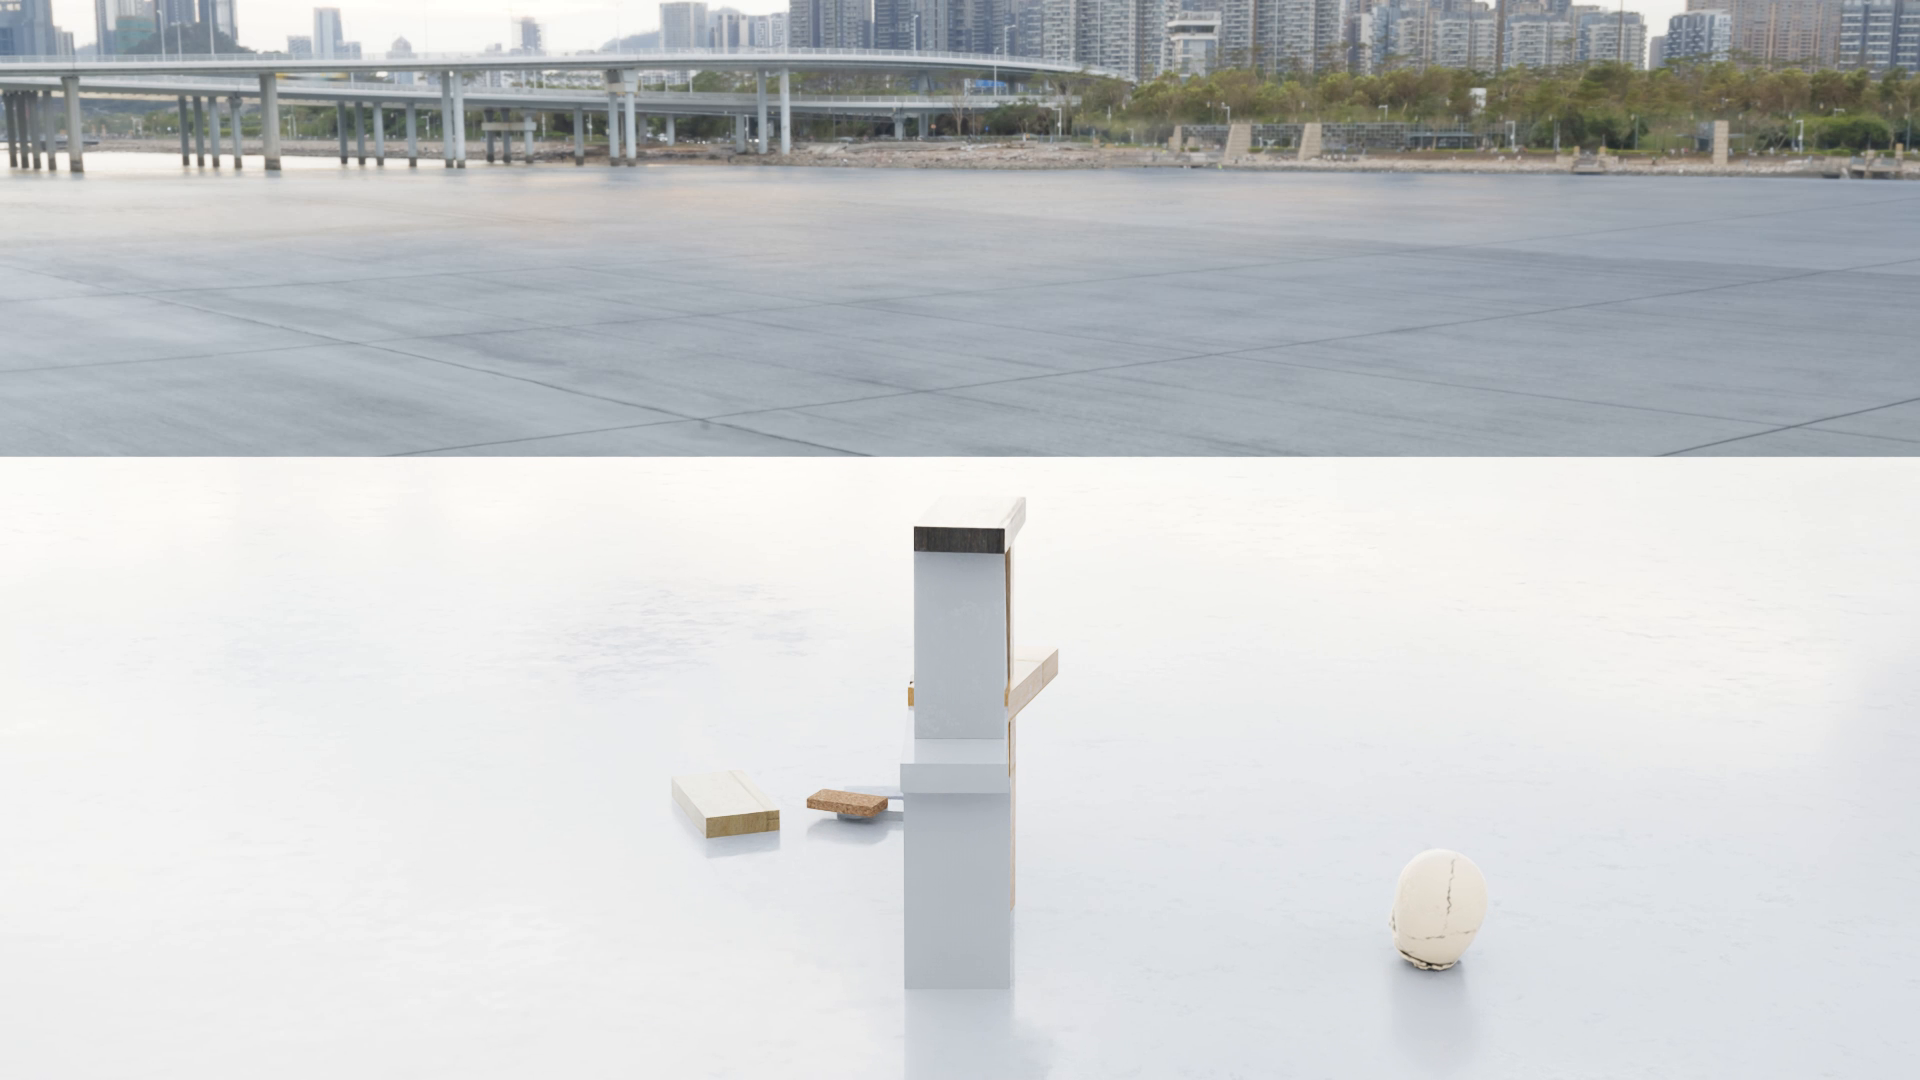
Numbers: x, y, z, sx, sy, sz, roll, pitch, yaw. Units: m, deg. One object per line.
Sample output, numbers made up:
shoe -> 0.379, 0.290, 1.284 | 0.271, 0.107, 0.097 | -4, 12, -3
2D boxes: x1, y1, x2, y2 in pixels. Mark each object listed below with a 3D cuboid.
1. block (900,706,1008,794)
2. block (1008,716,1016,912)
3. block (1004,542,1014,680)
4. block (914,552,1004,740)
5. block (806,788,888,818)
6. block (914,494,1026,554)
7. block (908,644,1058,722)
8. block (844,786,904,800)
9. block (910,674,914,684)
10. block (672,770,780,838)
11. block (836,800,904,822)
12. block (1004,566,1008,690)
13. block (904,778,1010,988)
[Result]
block -> -0.006, 0.313, 3.317 | 0.157, 0.044, 0.313 | 0, 11, 1
block -> 0.005, 0.437, 3.585 | 0.166, 0.332, 0.047 | 2, 11, 12
block -> 0.017, 0.085, 3.562 | 0.137, 0.275, 0.039 | 2, 11, 10
block -> -0.001, 0.151, 3.276 | 0.135, 0.291, 0.038 | 0, 11, 1
block -> -0.209, 0.486, 4.070 | 0.135, 0.019, 0.067 | 5, 11, 24
block -> 0.018, -0.025, 3.321 | 0.135, 0.038, 0.269 | 2, 11, 8
block -> 0.043, 0.233, 3.646 | 0.166, 0.047, 0.332 | 3, 11, 16
block -> -0.153, 0.486, 4.178 | 0.135, 0.019, 0.067 | 0, 11, 0
block -> -0.002, 0.399, 3.788 | 0.166, 0.332, 0.047 | 0, 11, 1
block -> -0.440, 0.490, 4.101 | 0.137, 0.039, 0.274 | -4, 11, -20
block -> -0.156, 0.501, 4.094 | 0.135, 0.019, 0.067 | 2, 11, 10
block -> 0.002, 0.105, 3.460 | 0.135, 0.269, 0.038 | 4, 17, 19
block -> -0.004, 0.508, 3.253 | 0.157, 0.313, 0.044 | 0, 11, 0
